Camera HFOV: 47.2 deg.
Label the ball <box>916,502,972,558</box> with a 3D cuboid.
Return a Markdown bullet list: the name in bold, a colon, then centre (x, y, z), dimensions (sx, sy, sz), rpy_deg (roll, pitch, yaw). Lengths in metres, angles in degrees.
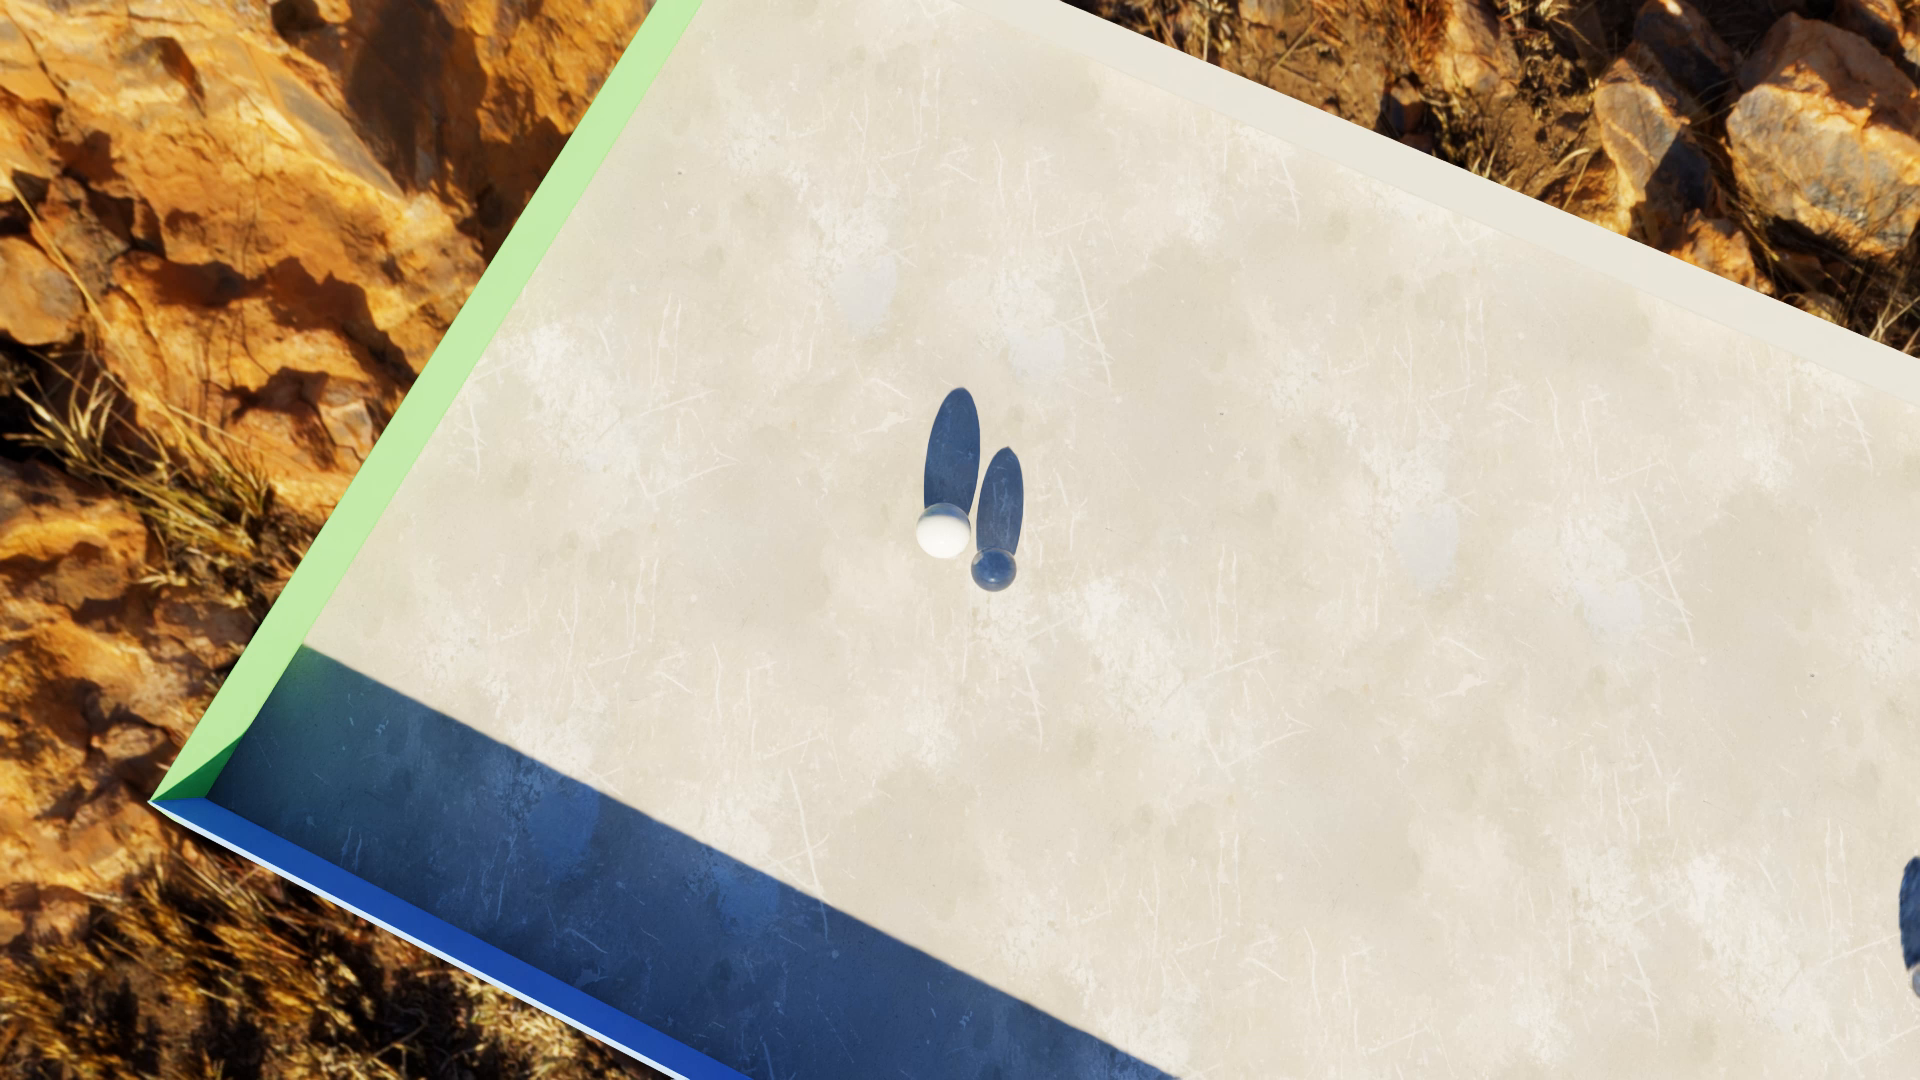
- **ball**: centre (-0.026, -0.015, 3.444), dimensions (0.088, 0.088, 0.088), rpy_deg (0, 70, 0)

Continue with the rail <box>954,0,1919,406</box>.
- **rail**: centre (1.180, -0.396, 3.570), dimensions (3.496, 0.114, 0.045), rpy_deg (25, 72, 9)

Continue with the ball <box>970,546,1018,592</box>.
- **ball**: centre (0.053, 0.046, 3.429), dimensions (0.074, 0.074, 0.074), rpy_deg (0, 70, 0)

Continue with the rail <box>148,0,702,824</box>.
- **rail**: centre (-0.763, -0.359, 3.557), dimensions (0.045, 0.114, 1.837), rpy_deg (25, 72, 9)

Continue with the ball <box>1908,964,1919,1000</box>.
- **ball**: centre (1.420, 0.647, 3.212), dimensions (0.064, 0.064, 0.064), rpy_deg (0, 70, 0)

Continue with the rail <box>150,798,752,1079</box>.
- **rail**: centre (0.388, 1.109, 3.013), dimensions (3.496, 0.114, 0.045), rpy_deg (25, 72, 9)
